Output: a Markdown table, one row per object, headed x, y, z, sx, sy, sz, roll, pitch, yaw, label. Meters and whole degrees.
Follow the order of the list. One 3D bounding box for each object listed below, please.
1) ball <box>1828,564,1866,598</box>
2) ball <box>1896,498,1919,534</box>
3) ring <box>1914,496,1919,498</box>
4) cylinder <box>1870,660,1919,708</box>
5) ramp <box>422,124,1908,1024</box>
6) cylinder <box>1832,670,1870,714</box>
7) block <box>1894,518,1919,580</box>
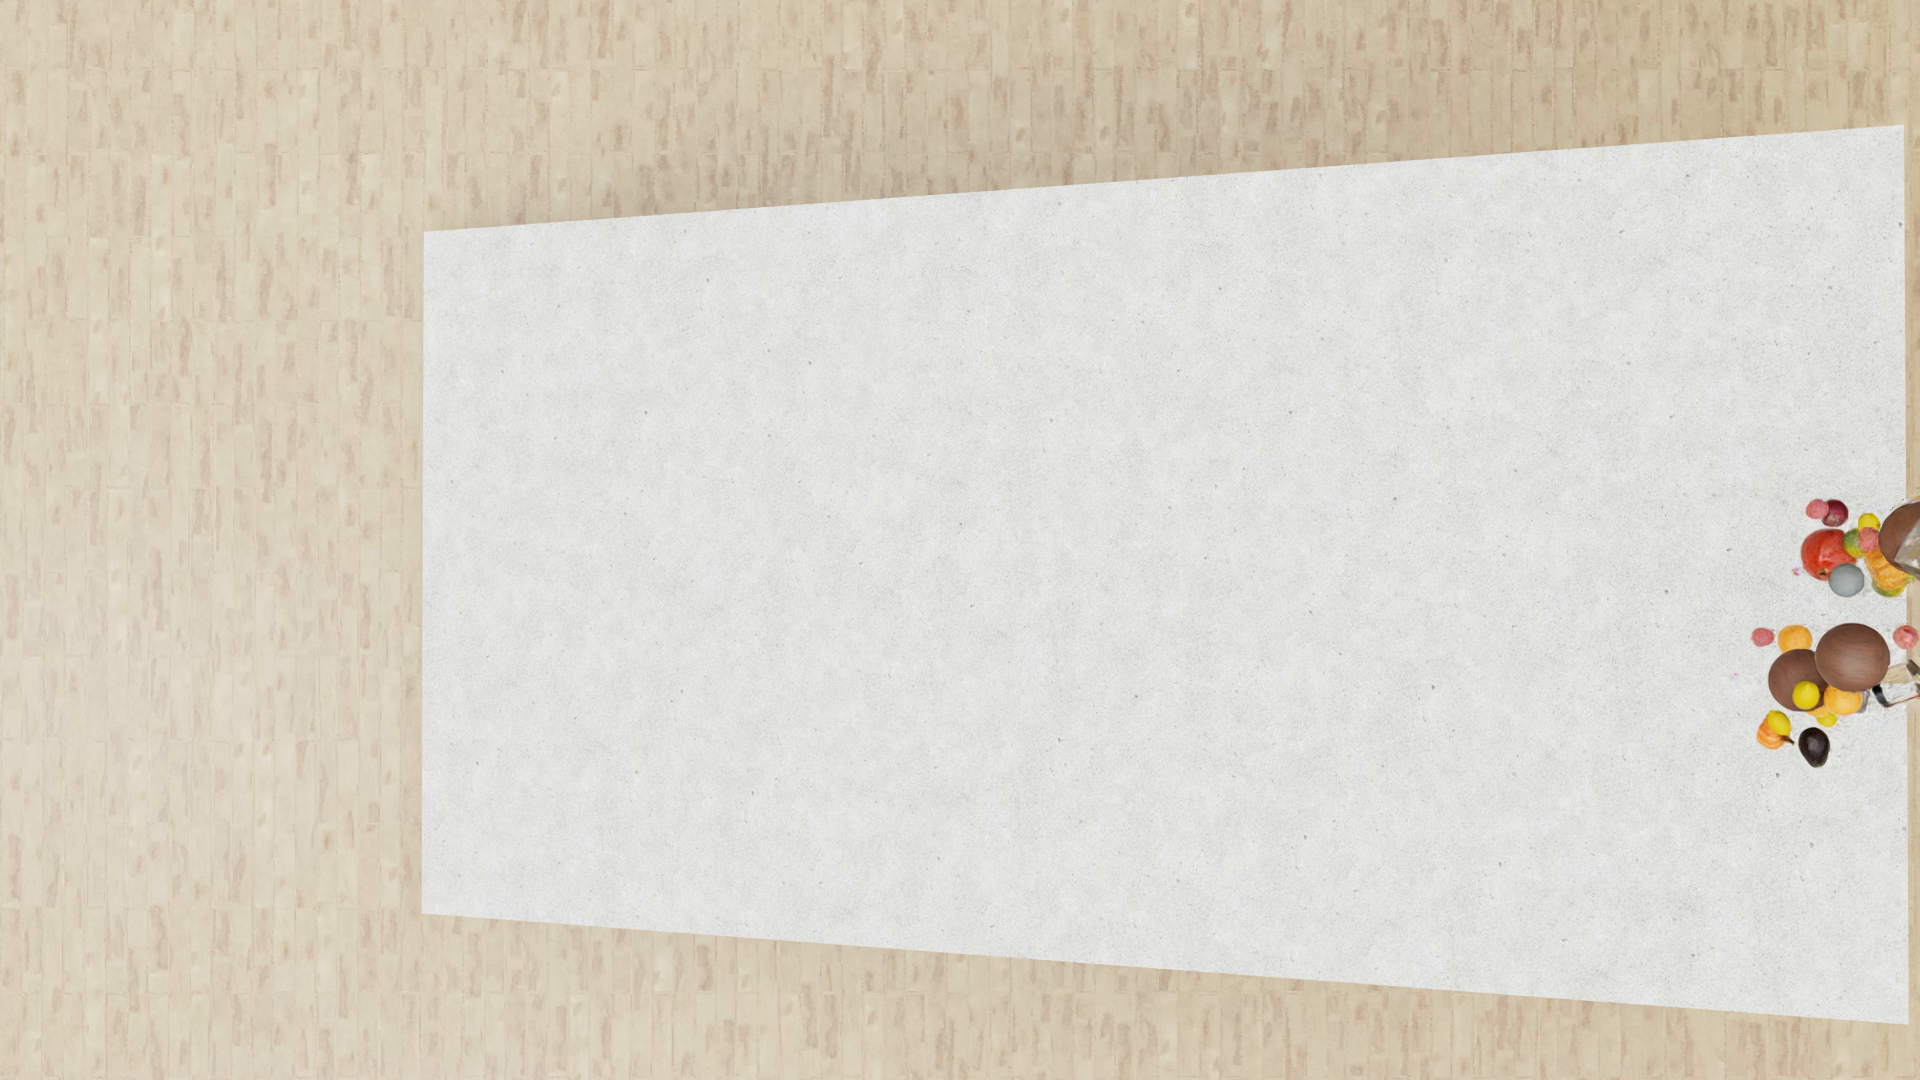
| x | y | z | sx | sy | sz | roll | pitch | yaw | label |
| --- | --- | --- | --- | --- | --- | --- | --- | --- | --- |
| 1.618 | 0.074 | 4.013 | 0.062 | 0.062 | 0.062 | 0 | 89 | 0 | ball |
| 1.767 | -0.044 | 4.064 | 0.066 | 0.066 | 0.066 | 0 | 89 | 0 | ball |
| 1.898 | -0.044 | 4.311 | 0.094 | 0.031 | 0.094 | 1 | 75 | -2 | ring |
| 1.841 | 0.283 | 4.315 | 0.076 | 0.076 | 0.076 | -28 | 89 | 42 | cylinder |
| 0.283 | 0.085 | 5.718 | 4.000 | 0.100 | 2.000 | 0 | 89 | 23 | ramp |
| 1.927 | 0.329 | 4.749 | 0.069 | 0.069 | 0.069 | 20 | 71 | 0 | cylinder |
| 1.617 | 0.027 | 3.627 | 0.084 | 0.084 | 0.084 | 29 | 93 | -32 | block |
